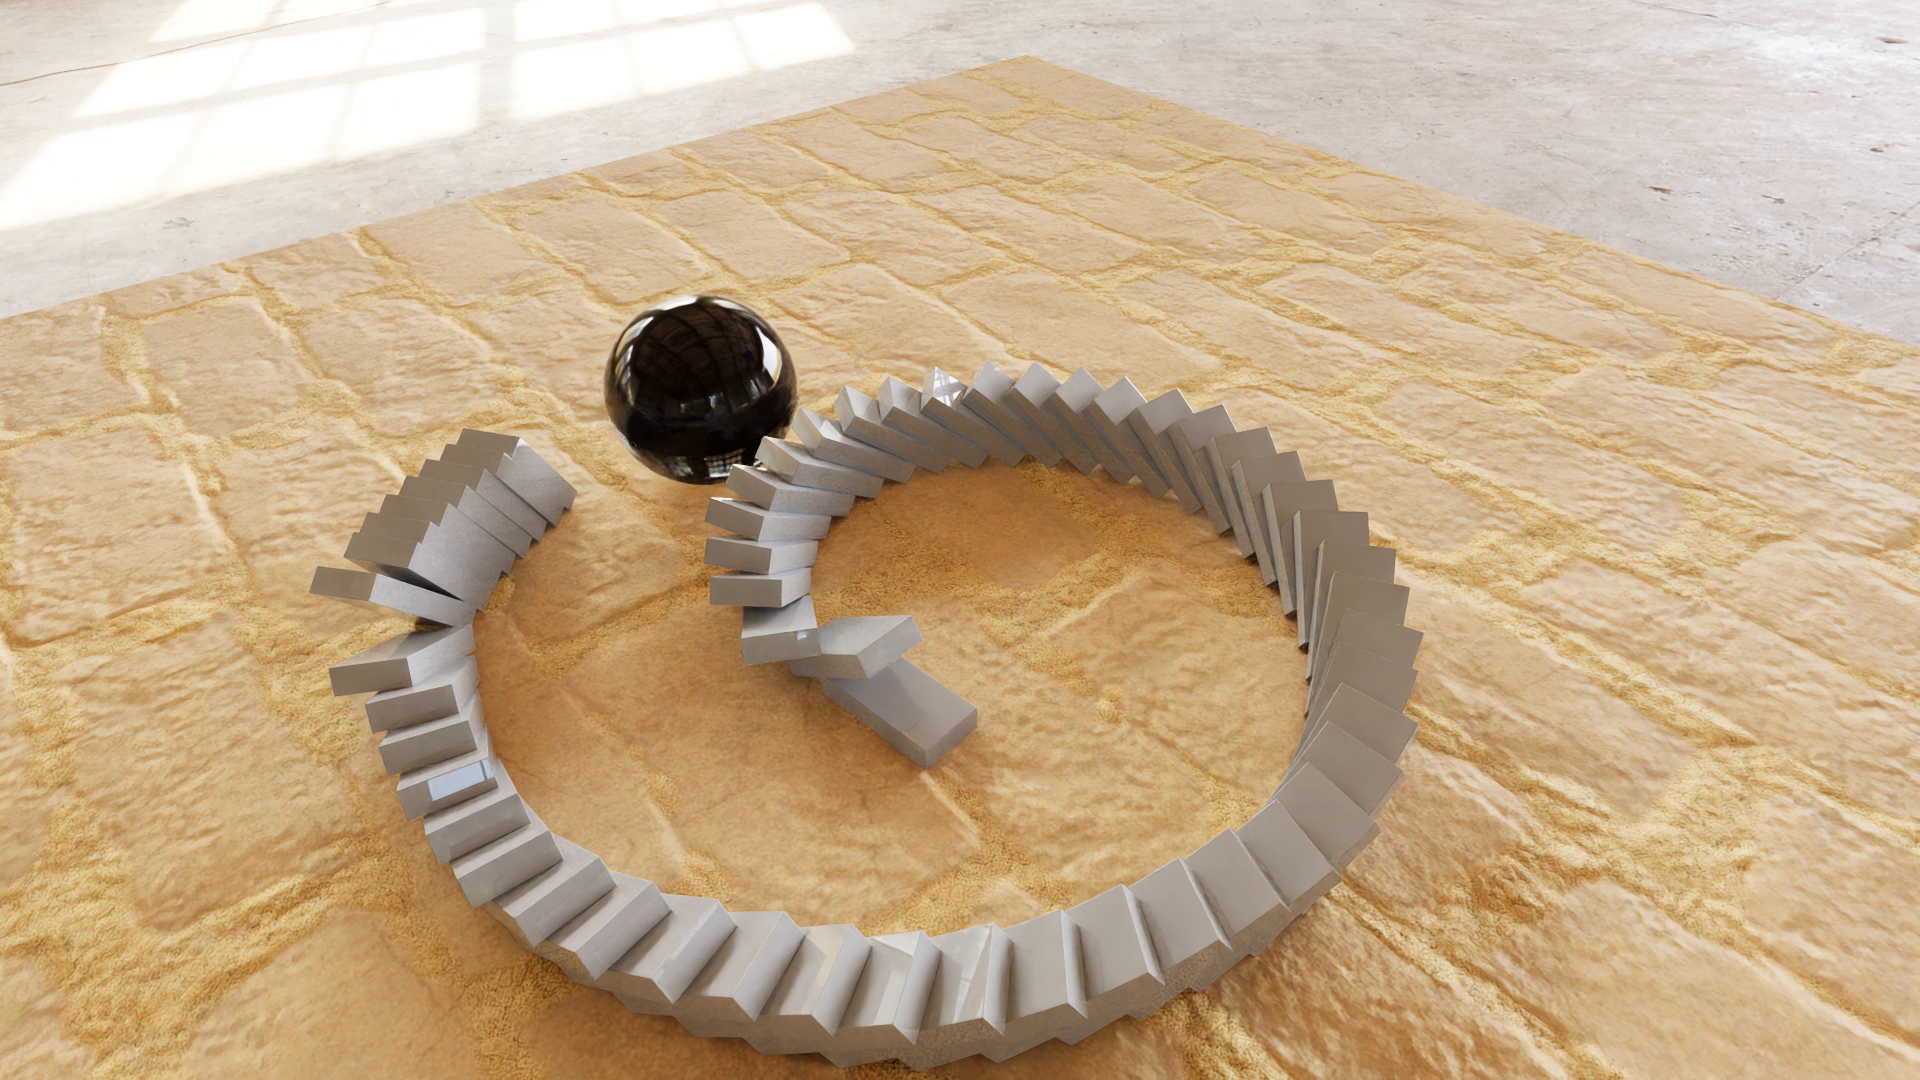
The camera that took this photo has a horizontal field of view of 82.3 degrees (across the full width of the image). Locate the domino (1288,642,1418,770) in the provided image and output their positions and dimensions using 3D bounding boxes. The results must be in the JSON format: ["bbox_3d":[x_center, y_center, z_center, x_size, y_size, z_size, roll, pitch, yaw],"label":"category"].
[{"bbox_3d":[0.124,0.061,0.349,0.025,0.010,0.050,21,77,24],"label":"domino"}]

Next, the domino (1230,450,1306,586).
[{"bbox_3d":[0.127,-0.009,0.433,0.025,0.010,0.050,-9,74,-11],"label":"domino"}]

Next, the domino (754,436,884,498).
[{"bbox_3d":[-0.058,-0.030,0.459,0.025,0.010,0.050,35,16,35],"label":"domino"}]

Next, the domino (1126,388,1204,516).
[{"bbox_3d":[0.095,-0.038,0.469,0.025,0.010,0.050,-27,81,-29],"label":"domino"}]

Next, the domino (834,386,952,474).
[{"bbox_3d":[-0.029,-0.048,0.481,0.050,0.009,0.025,22,29,-31],"label":"domino"}]

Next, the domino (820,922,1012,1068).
[{"bbox_3d":[-0.011,0.116,0.281,0.050,0.009,0.025,-23,32,25],"label":"domino"}]

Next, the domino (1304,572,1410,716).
[{"bbox_3d":[0.136,0.038,0.376,0.025,0.009,0.050,12,75,15],"label":"domino"}]

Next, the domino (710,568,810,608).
[{"bbox_3d":[-0.072,0.016,0.401,0.025,0.009,0.050,2,3,4],"label":"domino"}]

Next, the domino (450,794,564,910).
[{"bbox_3d":[-0.133,0.088,0.316,0.025,0.010,0.050,-26,13,-28],"label":"domino"}]

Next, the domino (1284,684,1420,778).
[{"bbox_3d":[0.116,0.072,0.335,0.025,0.010,0.050,29,81,31],"label":"domino"}]

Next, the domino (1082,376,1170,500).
[{"bbox_3d":[0.078,-0.045,0.477,0.050,0.009,0.025,50,53,3],"label":"domino"}]

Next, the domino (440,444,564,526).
[{"bbox_3d":[-0.182,-0.021,0.439,0.025,0.050,0.010,9,69,11],"label":"domino"}]

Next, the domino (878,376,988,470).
[{"bbox_3d":[-0.012,-0.052,0.486,0.050,0.009,0.025,24,31,-26],"label":"domino"}]

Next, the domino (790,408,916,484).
[{"bbox_3d":[-0.045,-0.040,0.471,0.050,0.009,0.025,14,25,-41],"label":"domino"}]

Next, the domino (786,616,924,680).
[{"bbox_3d":[-0.038,0.037,0.378,0.025,0.009,0.050,-34,16,-34],"label":"domino"}]

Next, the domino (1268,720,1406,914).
[{"bbox_3d":[0.105,0.081,0.323,0.025,0.010,0.050,36,85,35],"label":"domino"}]

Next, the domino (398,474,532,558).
[{"bbox_3d":[-0.189,-0.008,0.423,0.025,0.050,0.009,9,69,11],"label":"domino"}]

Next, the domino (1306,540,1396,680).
[{"bbox_3d":[0.139,0.026,0.390,0.025,0.010,0.050,8,74,10],"label":"domino"}]

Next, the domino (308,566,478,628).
[{"bbox_3d":[-0.198,0.021,0.387,0.025,0.050,0.010,6,76,17],"label":"domino"}]

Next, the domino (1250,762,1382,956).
[{"bbox_3d":[0.092,0.090,0.312,0.050,0.009,0.025,-45,49,1],"label":"domino"}]

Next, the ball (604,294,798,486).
[{"bbox_3d":[-0.109,-0.063,0.465,0.080,0.080,0.080,0,39,0],"label":"ball"}]

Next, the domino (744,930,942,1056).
[{"bbox_3d":[-0.030,0.116,0.281,0.050,0.010,0.025,-19,30,31],"label":"domino"}]

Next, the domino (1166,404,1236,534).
[{"bbox_3d":[0.109,-0.030,0.459,0.025,0.009,0.050,-19,78,-23],"label":"domino"}]

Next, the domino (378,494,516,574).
[{"bbox_3d":[-0.192,-0.002,0.415,0.025,0.050,0.009,8,70,10],"label":"domino"}]

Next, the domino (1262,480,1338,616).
[{"bbox_3d":[0.133,0.003,0.420,0.025,0.010,0.050,-4,73,-5],"label":"domino"}]

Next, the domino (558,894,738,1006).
[{"bbox_3d":[-0.084,0.107,0.292,0.050,0.010,0.025,-12,26,42],"label":"domino"}]

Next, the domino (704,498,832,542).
[{"bbox_3d":[-0.075,-0.008,0.432,0.025,0.009,0.050,19,8,21],"label":"domino"}]

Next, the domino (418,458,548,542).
[{"bbox_3d":[-0.186,-0.015,0.431,0.025,0.050,0.009,9,69,11],"label":"domino"}]

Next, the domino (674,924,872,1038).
[{"bbox_3d":[-0.049,0.114,0.284,0.050,0.010,0.025,-17,29,34],"label":"domino"}]

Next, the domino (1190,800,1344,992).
[{"bbox_3d":[0.077,0.098,0.303,0.050,0.010,0.025,-40,45,5],"label":"domino"}]

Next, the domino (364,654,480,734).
[{"bbox_3d":[-0.176,0.050,0.362,0.025,0.010,0.050,-13,8,-15],"label":"domino"}]

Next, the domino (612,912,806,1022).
[{"bbox_3d":[-0.066,0.111,0.288,0.050,0.009,0.025,-15,27,37],"label":"domino"}]

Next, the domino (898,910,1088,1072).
[{"bbox_3d":[0.007,0.116,0.282,0.050,0.010,0.025,-27,35,20],"label":"domino"}]

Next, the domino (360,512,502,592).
[{"bbox_3d":[-0.195,0.005,0.407,0.025,0.050,0.009,8,70,10],"label":"domino"}]

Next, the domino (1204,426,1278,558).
[{"bbox_3d":[0.120,-0.019,0.446,0.025,0.010,0.050,-12,75,-14],"label":"domino"}]

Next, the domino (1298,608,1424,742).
[{"bbox_3d":[0.131,0.050,0.362,0.025,0.010,0.050,19,76,22],"label":"domino"}]

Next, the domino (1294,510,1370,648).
[{"bbox_3d":[0.138,0.014,0.405,0.025,0.010,0.050,2,74,3],"label":"domino"}]

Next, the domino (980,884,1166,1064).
[{"bbox_3d":[0.026,0.113,0.286,0.050,0.010,0.025,-31,38,15],"label":"domino"}]

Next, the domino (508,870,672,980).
[{"bbox_3d":[-0.102,0.102,0.298,0.050,0.009,0.025,-9,24,48],"label":"domino"}]

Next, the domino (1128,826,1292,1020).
[{"bbox_3d":[0.061,0.103,0.297,0.050,0.010,0.025,-38,44,7],"label":"domino"}]

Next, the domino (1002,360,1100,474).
[{"bbox_3d":[0.045,-0.054,0.489,0.050,0.010,0.025,42,45,-5],"label":"domino"}]

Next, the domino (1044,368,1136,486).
[{"bbox_3d":[0.063,-0.050,0.484,0.050,0.010,0.025,46,50,0],"label":"domino"}]

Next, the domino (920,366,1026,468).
[{"bbox_3d":[0.006,-0.055,0.489,0.050,0.010,0.025,29,35,-20],"label":"domino"}]

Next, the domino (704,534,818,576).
[{"bbox_3d":[-0.074,0.005,0.416,0.025,0.009,0.050,9,5,11],"label":"domino"}]

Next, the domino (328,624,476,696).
[{"bbox_3d":[-0.188,0.040,0.373,0.025,0.009,0.050,-7,8,-1],"label":"domino"}]

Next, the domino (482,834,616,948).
[{"bbox_3d":[-0.117,0.096,0.306,0.025,0.010,0.050,-34,17,-34],"label":"domino"}]

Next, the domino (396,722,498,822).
[{"bbox_3d":[-0.157,0.070,0.338,0.025,0.010,0.050,-19,10,-22],"label":"domino"}]

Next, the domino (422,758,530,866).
[{"bbox_3d":[-0.145,0.079,0.326,0.025,0.009,0.050,-24,12,-26],"label":"domino"}]

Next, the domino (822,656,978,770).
[{"bbox_3d":[-0.021,0.055,0.376,0.050,0.009,0.025,30,48,32],"label":"domino"}]

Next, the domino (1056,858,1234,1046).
[{"bbox_3d":[0.044,0.109,0.291,0.050,0.009,0.025,-35,41,10],"label":"domino"}]

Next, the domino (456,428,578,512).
[{"bbox_3d":[-0.179,-0.028,0.447,0.025,0.050,0.009,9,69,11],"label":"domino"}]

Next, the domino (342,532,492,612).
[{"bbox_3d":[-0.195,0.012,0.398,0.025,0.050,0.009,8,70,10],"label":"domino"}]

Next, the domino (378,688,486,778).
[{"bbox_3d":[-0.166,0.060,0.350,0.025,0.010,0.050,-16,9,-19],"label":"domino"}]

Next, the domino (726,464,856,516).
[{"bbox_3d":[-0.068,-0.020,0.447,0.025,0.009,0.050,27,12,29],"label":"domino"}]

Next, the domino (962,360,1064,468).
[{"bbox_3d":[0.026,-0.056,0.491,0.050,0.010,0.025,36,40,-11],"label":"domino"}]

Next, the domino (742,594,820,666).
[{"bbox_3d":[-0.063,0.031,0.387,0.025,0.009,0.050,-7,11,-9],"label":"domino"}]
